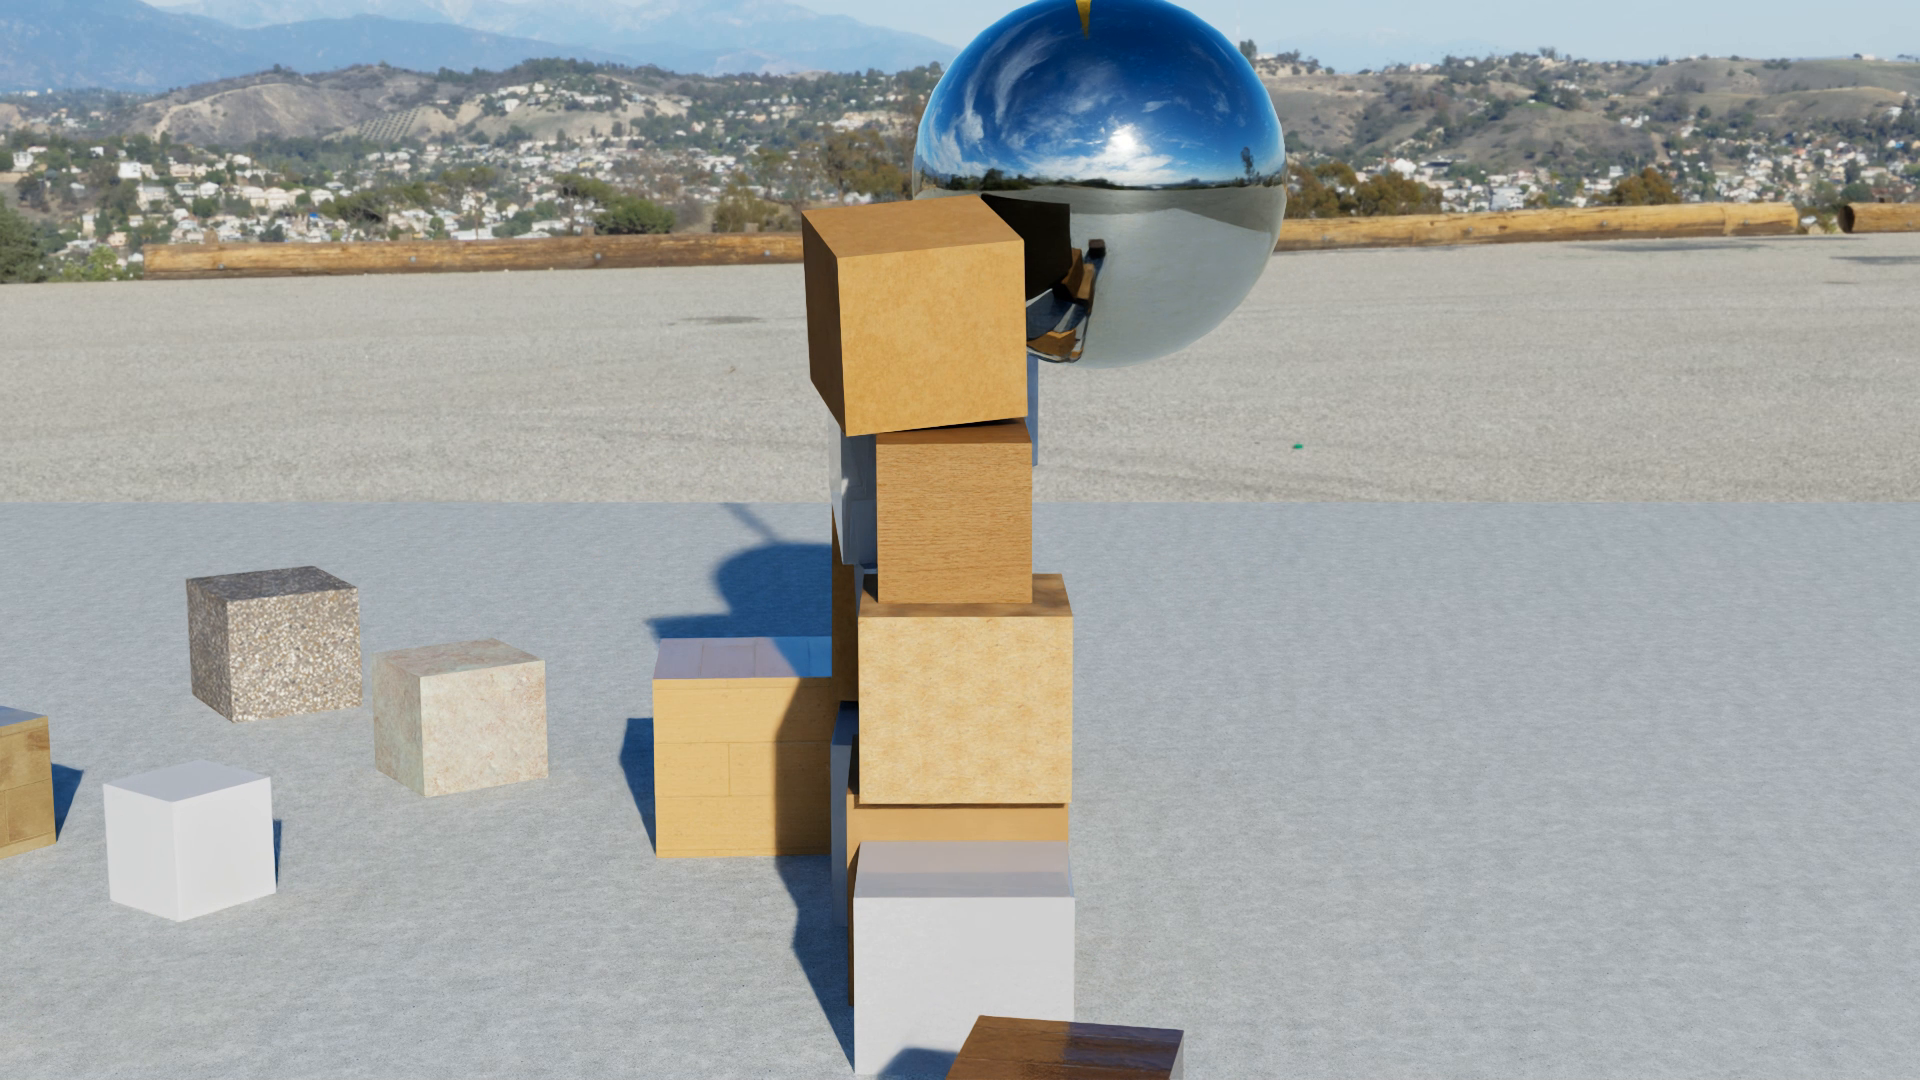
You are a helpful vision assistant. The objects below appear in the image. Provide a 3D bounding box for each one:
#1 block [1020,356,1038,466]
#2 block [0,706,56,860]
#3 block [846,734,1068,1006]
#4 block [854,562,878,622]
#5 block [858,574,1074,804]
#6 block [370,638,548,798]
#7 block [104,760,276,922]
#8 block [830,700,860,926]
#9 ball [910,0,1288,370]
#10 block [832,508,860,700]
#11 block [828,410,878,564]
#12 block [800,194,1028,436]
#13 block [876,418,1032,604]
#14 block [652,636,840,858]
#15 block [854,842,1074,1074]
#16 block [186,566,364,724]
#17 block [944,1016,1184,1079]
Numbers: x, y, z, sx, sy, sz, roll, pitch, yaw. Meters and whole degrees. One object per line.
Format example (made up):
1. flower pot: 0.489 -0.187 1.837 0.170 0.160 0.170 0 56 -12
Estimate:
1. block: -0.067 -0.706 12.454 0.702 0.728 0.587 6 13 28
2. block: -4.594 1.117 11.723 0.606 0.607 0.597 7 12 34
3. block: -0.015 1.287 10.152 0.835 0.836 0.889 0 10 -1
4. block: -0.074 0.423 10.668 0.658 0.694 0.659 -3 4 -6
5. block: 0.017 0.555 9.867 0.786 0.706 0.829 0 10 -1
6. block: -2.536 0.887 12.994 0.663 0.606 0.639 -7 12 -34
7. block: -3.312 1.285 11.040 0.483 0.521 0.498 8 13 37
8. block: -0.083 1.148 11.074 0.890 0.780 0.912 0 10 1
9. ball: 0.591 -1.527 10.903 1.600 1.600 1.600 0 10 0
10. block: -0.120 0.250 11.466 0.811 0.862 0.801 0 2 4
11. block: -0.197 -0.402 10.711 0.658 0.734 0.664 -3 31 -7
12. block: -0.184 -0.890 10.028 0.716 0.702 0.718 -7 23 -12
13. block: -0.028 -0.122 9.904 0.579 0.608 0.649 -1 11 -1
14. block: -0.978 0.953 12.000 0.855 0.832 0.847 -1 10 -4
15. block: 0.014 1.517 9.393 0.776 0.654 0.677 0 10 0
16. block: -3.878 0.576 14.504 0.738 0.678 0.779 -6 12 -32
17. block: 0.299 1.856 7.560 0.634 0.644 0.718 2 11 11
